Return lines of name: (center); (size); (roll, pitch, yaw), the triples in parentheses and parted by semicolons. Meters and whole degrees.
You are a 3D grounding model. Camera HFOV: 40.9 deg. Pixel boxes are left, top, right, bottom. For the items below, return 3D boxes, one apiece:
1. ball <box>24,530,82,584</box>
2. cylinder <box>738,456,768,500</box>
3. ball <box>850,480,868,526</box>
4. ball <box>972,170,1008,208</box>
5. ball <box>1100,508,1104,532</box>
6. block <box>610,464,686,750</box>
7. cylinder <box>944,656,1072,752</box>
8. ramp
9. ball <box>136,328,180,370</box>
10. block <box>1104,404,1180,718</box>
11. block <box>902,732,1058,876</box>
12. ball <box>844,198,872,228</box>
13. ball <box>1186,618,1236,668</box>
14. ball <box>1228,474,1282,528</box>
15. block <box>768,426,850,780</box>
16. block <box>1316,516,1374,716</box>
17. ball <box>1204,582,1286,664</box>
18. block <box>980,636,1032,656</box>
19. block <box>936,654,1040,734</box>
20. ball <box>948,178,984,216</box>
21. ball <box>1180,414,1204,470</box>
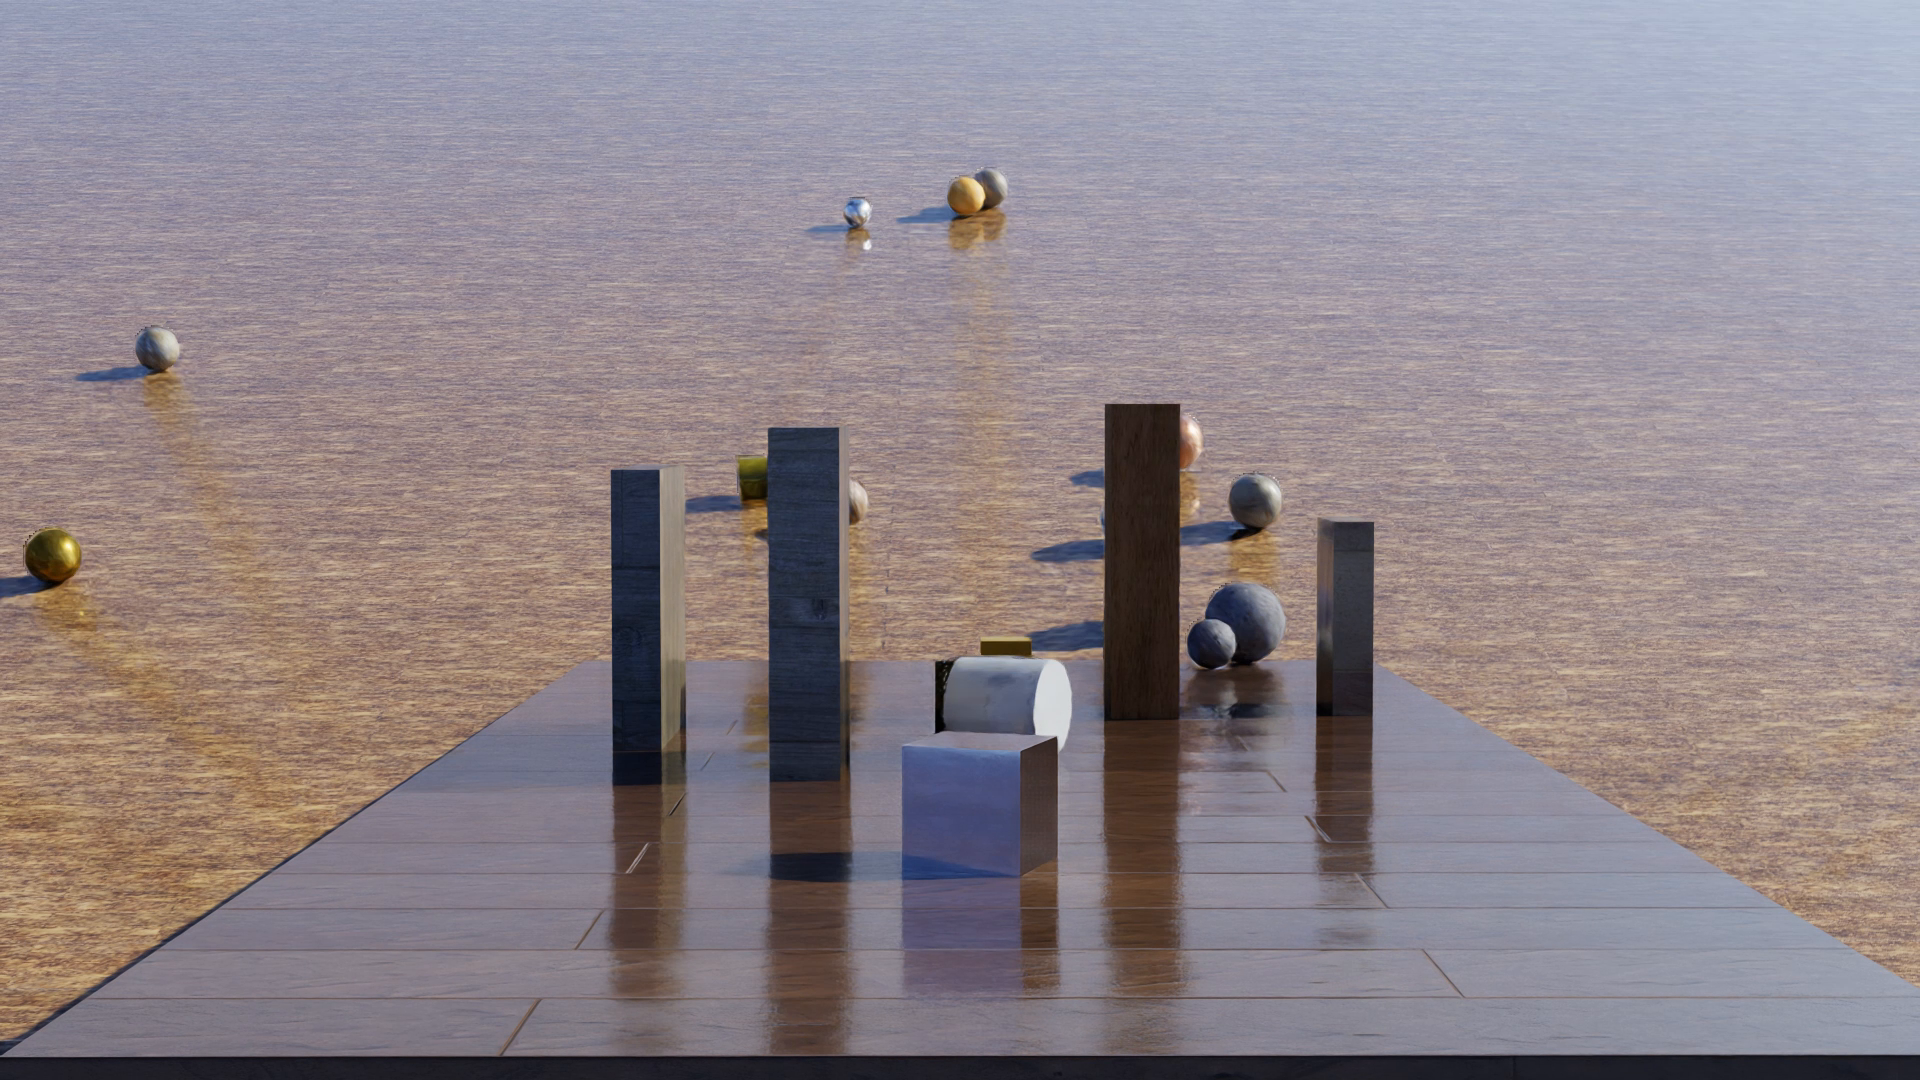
ball: (-2.549, 0.046, 7.229); (0.152, 0.152, 0.152); (0, 22, 0)
cylinder: (-0.609, -0.190, 7.842); (0.130, 0.130, 0.130); (-4, 22, -7)
ball: (-0.342, -0.110, 7.633); (0.142, 0.142, 0.142); (0, 22, 0)
ball: (0.126, -1.524, 11.143); (0.164, 0.164, 0.164); (0, 22, 0)
ball: (0.483, -0.056, 7.487); (0.151, 0.151, 0.151); (0, 22, 0)
block: (-0.605, 0.120, 5.018); (0.091, 0.525, 0.438); (0, 3, 0)
cylinder: (0.088, 0.307, 4.740); (0.179, 0.179, 0.179); (1, 20, 24)
ramp: (0.051, 0.457, 4.533); (2.000, 0.100, 4.000); (0, 3, 0)
ball: (-2.816, -0.669, 9.022); (0.150, 0.150, 0.150); (0, 22, 0)
block: (0.381, 0.039, 5.401); (0.141, 0.648, 0.240); (0, 3, 0)
block: (0.029, 0.368, 3.610); (0.172, 0.172, 0.172); (1, 3, 19)
ball: (-0.434, -1.380, 10.840); (0.119, 0.119, 0.119); (0, 22, 0)
ball: (0.618, 0.255, 6.322); (0.122, 0.122, 0.122); (0, 22, 0)
ball: (0.875, -0.114, 7.618); (0.161, 0.161, 0.161); (0, 22, 0)
block: (-0.267, 0.100, 4.608); (0.122, 0.606, 0.412); (0, 3, 0)
block: (0.817, 0.158, 5.462); (0.084, 0.404, 0.243); (0, 3, 0)
ball: (0.715, 0.208, 6.461); (0.203, 0.203, 0.203); (0, 22, 0)
block: (0.104, 0.282, 5.874); (0.114, 0.114, 0.114); (0, 3, -1)
block: (0.054, 0.308, 4.940); (0.158, 0.158, 0.158); (1, 3, 20)
ball: (0.026, -1.471, 11.013); (0.160, 0.160, 0.160); (0, 22, 0)
ball: (0.675, -0.308, 8.079); (0.178, 0.178, 0.178); (0, 22, 0)
